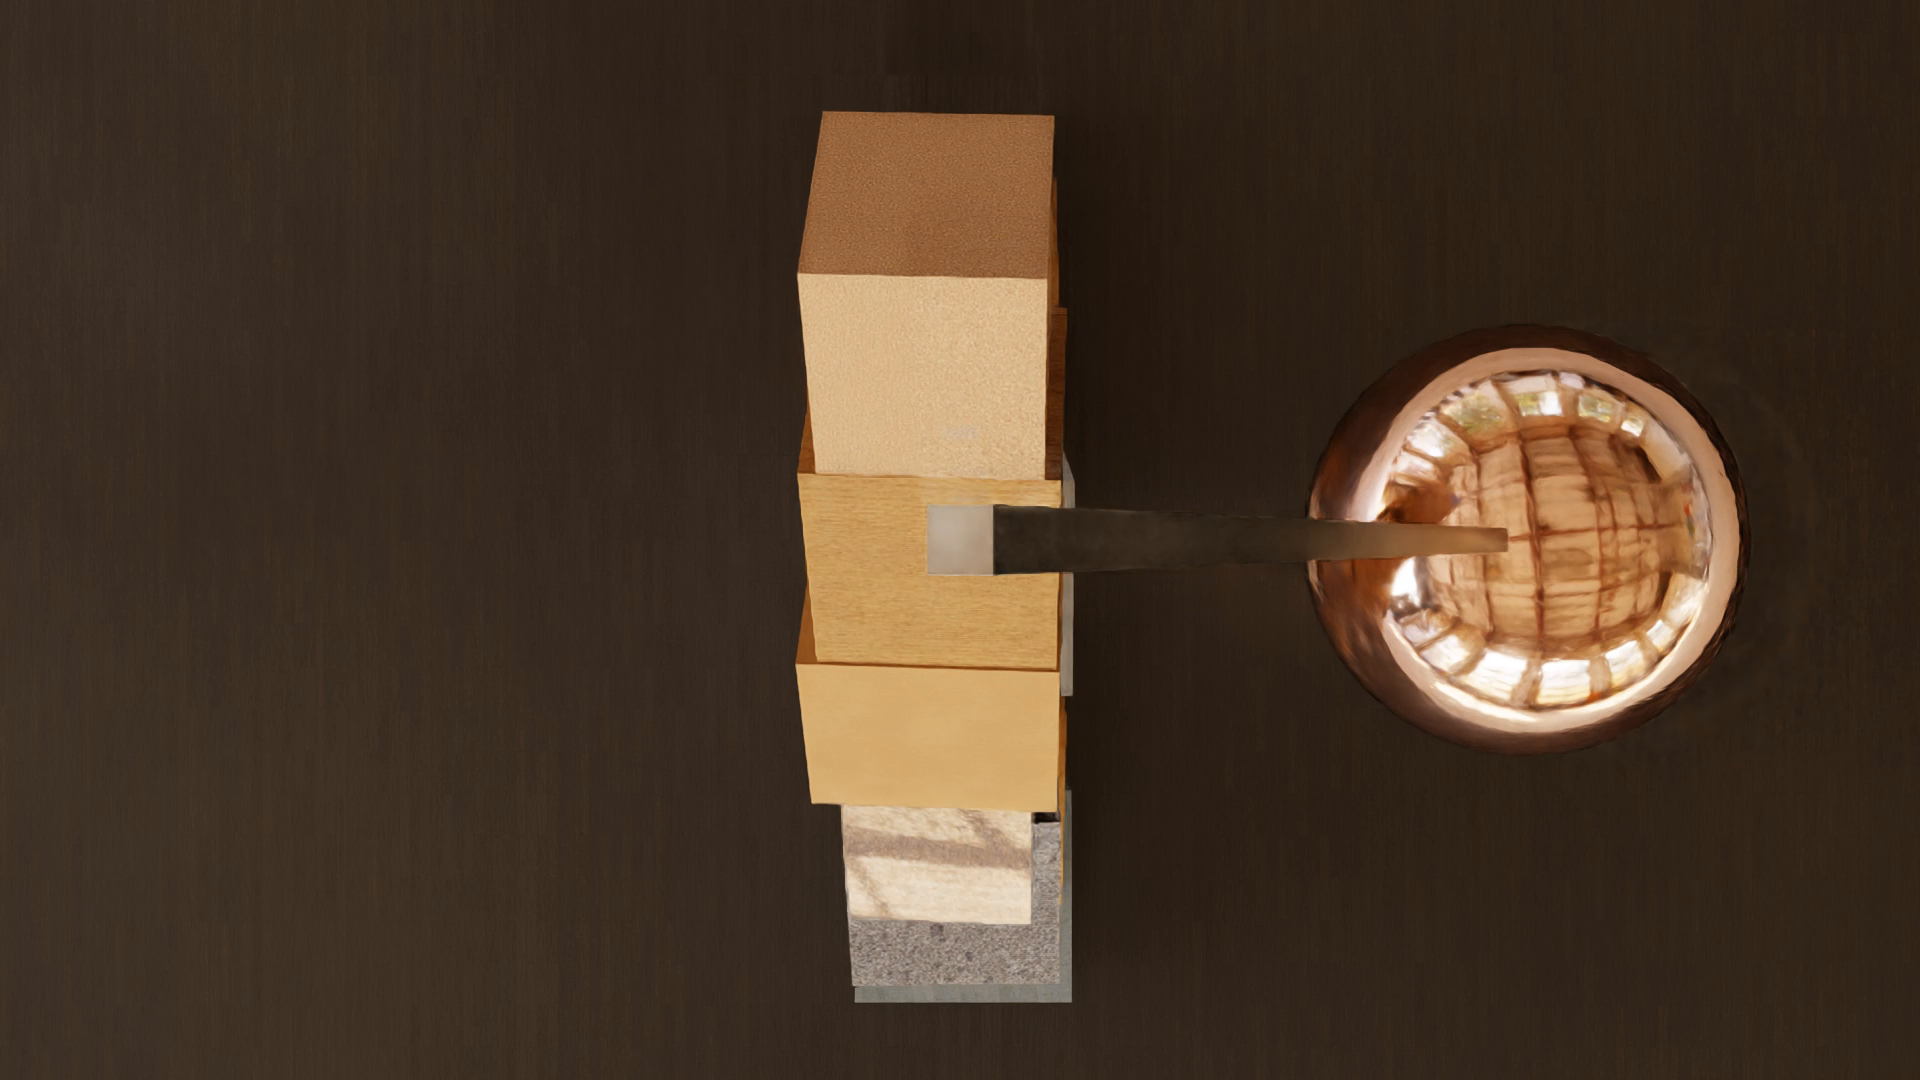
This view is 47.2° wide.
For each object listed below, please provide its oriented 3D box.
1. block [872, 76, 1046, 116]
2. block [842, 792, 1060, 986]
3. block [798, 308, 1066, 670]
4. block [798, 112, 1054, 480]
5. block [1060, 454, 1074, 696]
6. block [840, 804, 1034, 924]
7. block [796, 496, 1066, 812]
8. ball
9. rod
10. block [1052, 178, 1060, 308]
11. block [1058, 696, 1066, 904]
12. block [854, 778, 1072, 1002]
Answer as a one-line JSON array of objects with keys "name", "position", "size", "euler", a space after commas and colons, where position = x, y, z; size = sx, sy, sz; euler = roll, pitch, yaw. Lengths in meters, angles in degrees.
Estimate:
[{"name": "block", "position": [-0.004, -2.041, 12.502], "size": [0.949, 0.996, 0.992], "euler": [0, 90, 0]}, {"name": "block", "position": [-0.028, 1.203, 9.528], "size": [0.880, 1.079, 0.922], "euler": [-1, 126, 1]}, {"name": "block", "position": [-0.065, -0.175, 7.283], "size": [0.803, 0.906, 0.787], "euler": [2, 48, 3]}, {"name": "block", "position": [-0.078, -0.734, 6.637], "size": [0.694, 0.800, 0.743], "euler": [2, 48, 3]}, {"name": "block", "position": [-0.010, 0.127, 10.396], "size": [1.037, 1.091, 0.981], "euler": [0, 100, 0]}, {"name": "block", "position": [-0.060, 0.932, 8.488], "size": [0.696, 0.771, 0.769], "euler": [2, 47, 3]}, {"name": "block", "position": [-0.079, 0.399, 7.911], "size": [0.885, 0.793, 0.813], "euler": [2, 47, 3]}, {"name": "ball", "position": [2.074, 0.000, 8.124], "size": [1.600, 1.600, 1.600], "euler": [0, 90, 0]}, {"name": "rod", "position": [0.899, 0.000, 4.933], "size": [0.080, 5.200, 0.080], "euler": [0, 90, 20]}, {"name": "block", "position": [-0.003, -1.167, 10.550], "size": [0.909, 0.855, 0.757], "euler": [0, 62, 0]}, {"name": "block", "position": [0.035, 1.128, 10.657], "size": [0.903, 0.888, 0.947], "euler": [1, 108, 0]}, {"name": "block", "position": [0.018, 1.954, 12.533], "size": [1.191, 0.934, 1.167], "euler": [0, 90, 0]}]
